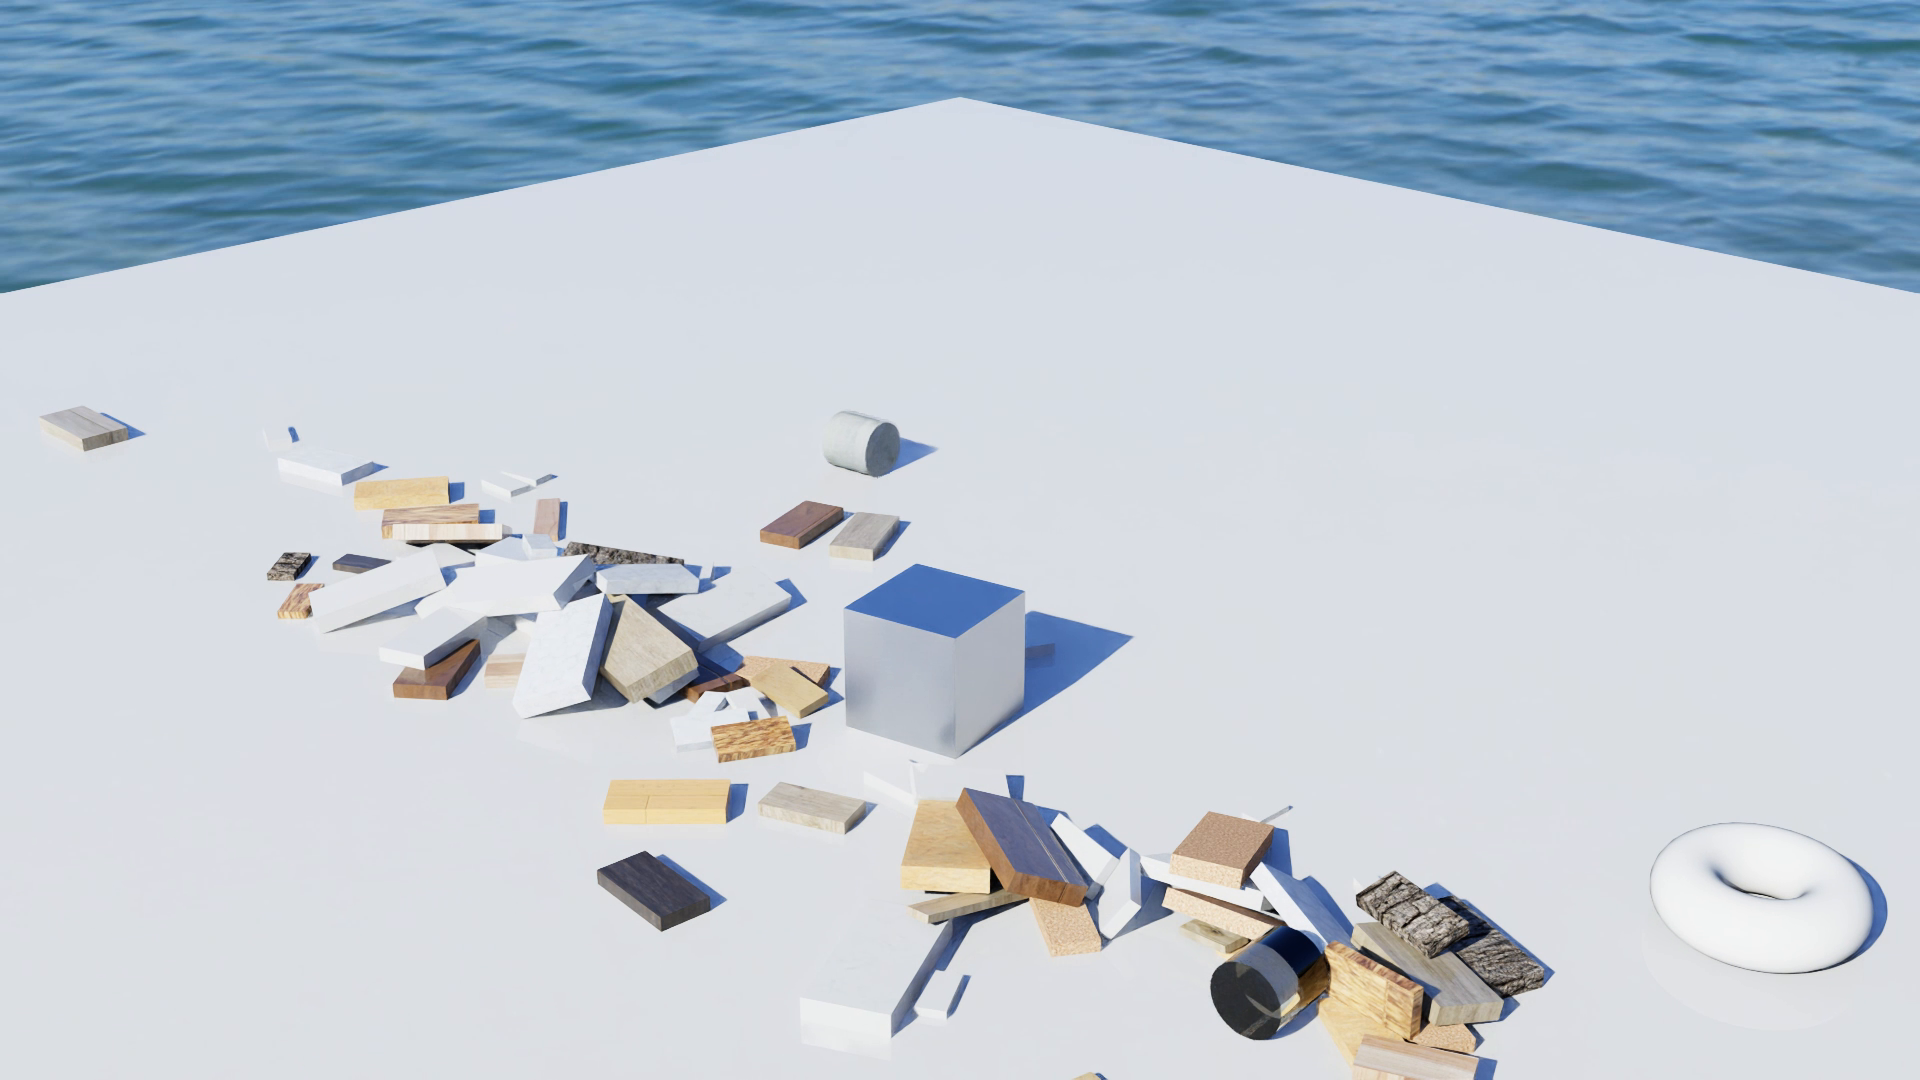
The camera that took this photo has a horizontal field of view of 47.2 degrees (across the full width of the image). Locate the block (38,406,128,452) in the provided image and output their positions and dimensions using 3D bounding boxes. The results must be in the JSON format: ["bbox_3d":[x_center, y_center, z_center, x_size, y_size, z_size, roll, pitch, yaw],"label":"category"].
[{"bbox_3d":[-2.587,-0.330,6.489,0.277,0.039,0.139,21,31,40],"label":"block"}]

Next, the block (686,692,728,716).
[{"bbox_3d":[-0.558,0.373,4.832,0.057,0.016,0.113,3,31,22],"label":"block"}]

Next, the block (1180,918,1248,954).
[{"bbox_3d":[0.462,0.719,4.009,0.058,0.017,0.117,-18,21,-36],"label":"block"}]

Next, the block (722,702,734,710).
[{"bbox_3d":[-0.513,0.373,4.861,0.057,0.016,0.113,-14,27,-30],"label":"block"}]

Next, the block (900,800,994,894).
[{"bbox_3d":[-0.013,0.589,4.253,0.166,0.047,0.332,2,15,5],"label":"block"}]

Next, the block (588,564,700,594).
[{"bbox_3d":[-0.751,0.092,5.218,0.235,0.033,0.117,0,18,-32],"label":"block"}]

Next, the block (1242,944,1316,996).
[{"bbox_3d":[0.566,0.761,3.909,0.117,0.017,0.059,30,37,35],"label":"block"}]

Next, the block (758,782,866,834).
[{"bbox_3d":[-0.300,0.542,4.449,0.195,0.028,0.098,10,25,22],"label":"block"}]

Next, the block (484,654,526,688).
[{"bbox_3d":[-0.970,0.295,5.025,0.220,0.031,0.110,-2,23,-6],"label":"block"}]

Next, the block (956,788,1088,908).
[{"bbox_3d":[0.114,0.582,4.182,0.156,0.044,0.312,16,17,-25],"label":"block"}]

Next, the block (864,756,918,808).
[{"bbox_3d":[-0.095,0.505,4.535,0.195,0.028,0.098,21,31,40],"label":"block"}]

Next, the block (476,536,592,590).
[{"bbox_3d":[-1.015,0.065,5.482,0.337,0.048,0.168,11,16,15],"label":"block"}]

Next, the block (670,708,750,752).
[{"bbox_3d":[-0.535,0.409,4.734,0.167,0.024,0.084,-7,42,-15],"label":"block"}]

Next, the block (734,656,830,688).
[{"bbox_3d":[-0.406,0.306,5.004,0.199,0.028,0.099,5,24,12],"label":"block"}]

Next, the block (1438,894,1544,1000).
[{"bbox_3d":[0.915,0.738,3.973,0.134,0.038,0.268,-10,25,-22],"label":"block"}]

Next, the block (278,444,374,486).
[{"bbox_3d":[-1.792,-0.212,6.215,0.248,0.035,0.124,13,26,29],"label":"block"}]

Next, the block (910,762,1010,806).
[{"bbox_3d":[-0.001,0.502,4.475,0.195,0.028,0.098,5,34,-12],"label":"block"}]

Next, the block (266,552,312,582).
[{"bbox_3d":[-1.701,0.067,5.578,0.068,0.019,0.136,1,23,2],"label":"block"}]

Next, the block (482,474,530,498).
[{"bbox_3d":[-1.259,-0.152,6.094,0.132,0.019,0.066,20,30,39],"label":"block"}]

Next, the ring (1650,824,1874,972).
[{"bbox_3d":[1.474,0.655,4.052,0.392,0.131,0.392,-1,24,0],"label":"ring"}]

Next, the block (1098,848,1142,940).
[{"bbox_3d":[0.298,0.658,4.096,0.026,0.092,0.184,35,21,-11],"label":"block"}]

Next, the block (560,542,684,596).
[{"bbox_3d":[-0.830,0.068,5.382,0.286,0.041,0.143,9,20,0],"label":"block"}]

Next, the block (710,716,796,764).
[{"bbox_3d":[-0.442,0.425,4.693,0.167,0.024,0.084,-7,45,-17],"label":"block"}]

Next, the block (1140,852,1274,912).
[{"bbox_3d":[0.475,0.642,4.139,0.250,0.035,0.125,13,2,28],"label":"block"}]

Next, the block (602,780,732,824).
[{"bbox_3d":[-0.593,0.531,4.465,0.245,0.035,0.122,0,23,0],"label":"block"}]

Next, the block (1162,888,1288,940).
[{"bbox_3d":[0.508,0.692,4.009,0.250,0.035,0.125,16,-2,34],"label":"block"}]

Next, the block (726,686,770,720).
[{"bbox_3d":[-0.463,0.370,4.824,0.057,0.016,0.113,-14,44,-29],"label":"block"}]

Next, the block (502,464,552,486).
[{"bbox_3d":[-1.215,-0.182,6.166,0.129,0.018,0.064,14,27,30],"label":"block"}]

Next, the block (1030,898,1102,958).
[{"bbox_3d":[0.193,0.705,4.067,0.092,0.026,0.184,-4,23,-10],"label":"block"}]

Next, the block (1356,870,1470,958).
[{"bbox_3d":[0.809,0.670,3.940,0.095,0.027,0.189,-27,36,-23],"label":"block"}]

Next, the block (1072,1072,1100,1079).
[{"bbox_3d":[0.225,0.913,3.587,0.058,0.017,0.117,-15,27,-31],"label":"block"}]

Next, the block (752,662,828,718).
[{"bbox_3d":[-0.379,0.334,4.899,0.084,0.024,0.167,-31,43,-33],"label":"block"}]

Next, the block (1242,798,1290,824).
[{"bbox_3d":[0.618,0.550,4.448,0.093,0.013,0.046,-20,30,-39],"label":"block"}]

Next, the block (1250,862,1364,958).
[{"bbox_3d":[0.634,0.688,3.976,0.125,0.035,0.250,29,13,-33],"label":"block"}]

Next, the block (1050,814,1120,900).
[{"bbox_3d":[0.222,0.607,4.221,0.026,0.092,0.184,37,-2,-37],"label":"block"}]

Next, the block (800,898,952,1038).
[{"bbox_3d":[-0.145,0.758,3.915,0.166,0.047,0.332,7,24,17],"label":"block"}]
